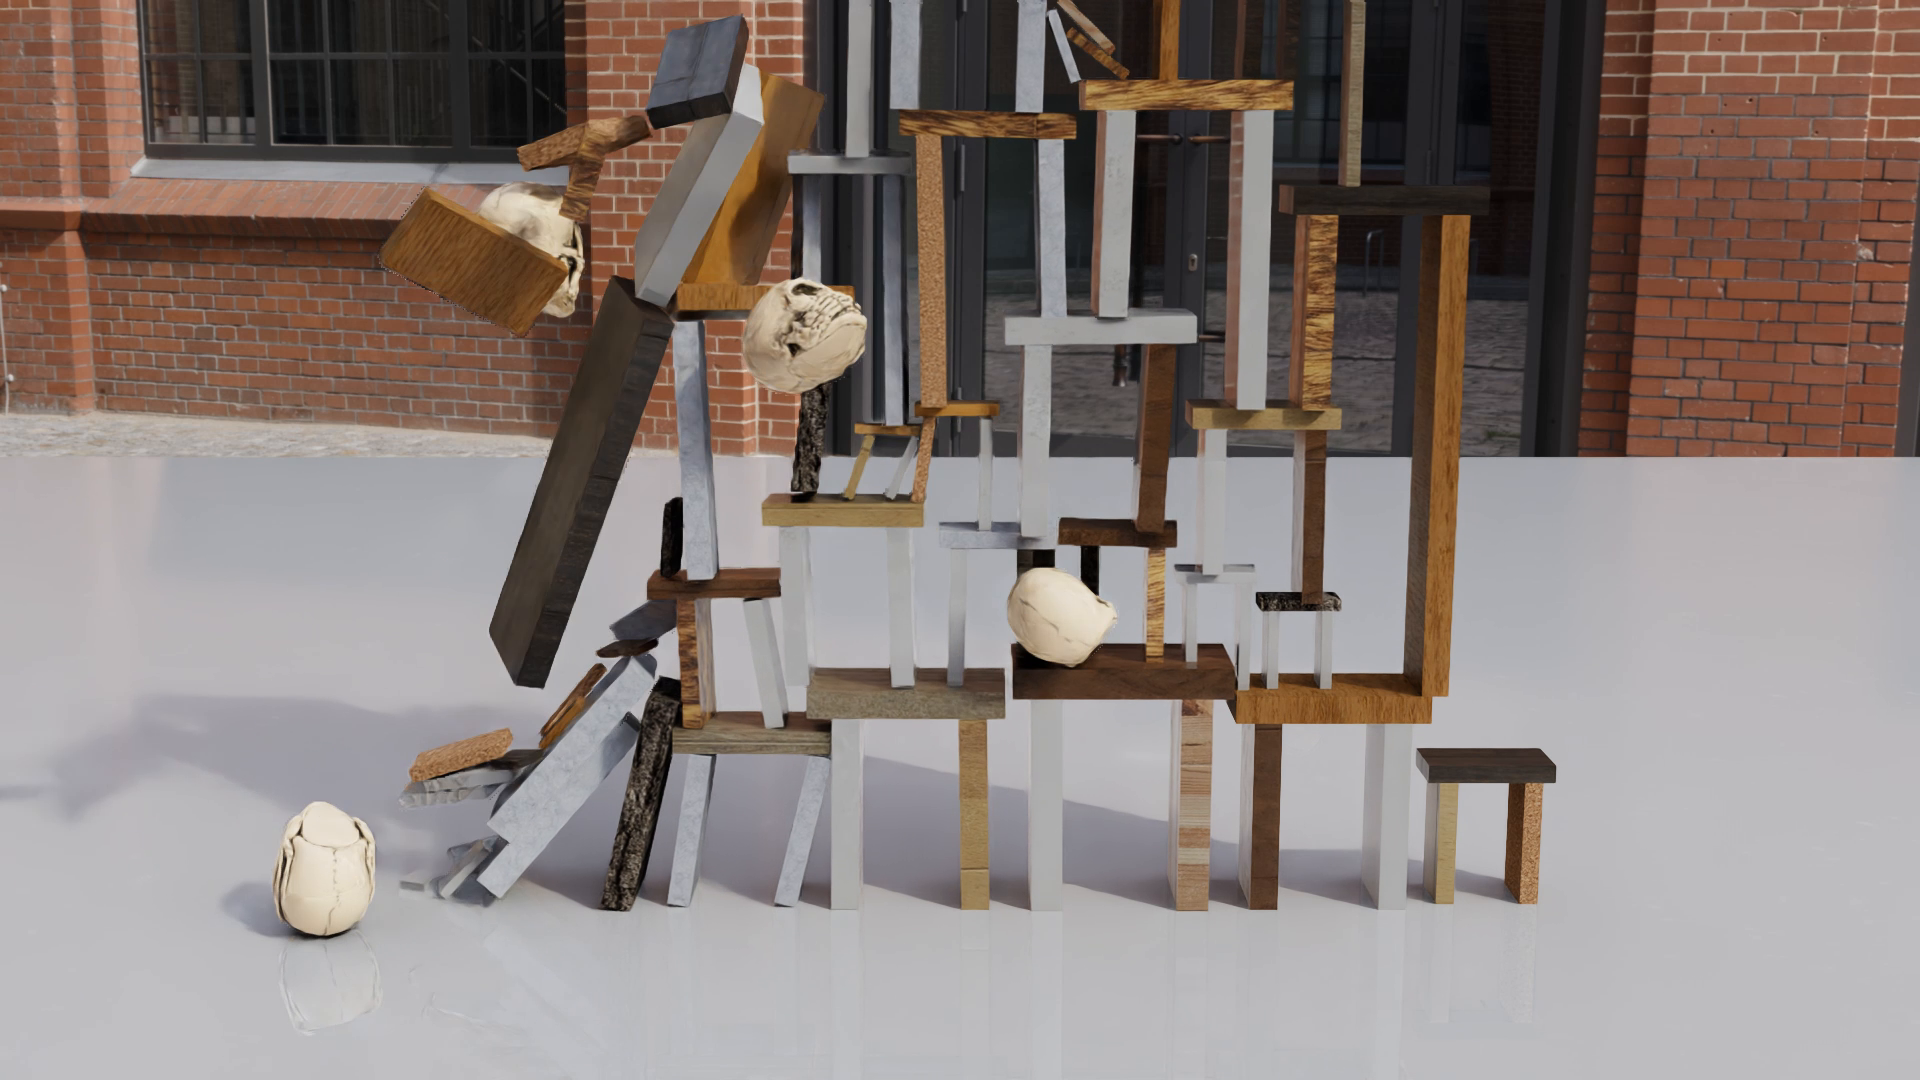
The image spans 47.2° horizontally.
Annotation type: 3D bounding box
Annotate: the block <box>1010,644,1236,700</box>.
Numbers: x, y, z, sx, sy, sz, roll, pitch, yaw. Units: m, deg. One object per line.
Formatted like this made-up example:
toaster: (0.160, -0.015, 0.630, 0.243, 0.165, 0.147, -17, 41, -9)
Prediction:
block: (0.262, 0.214, 3.605, 0.356, 0.050, 0.178, 0, 11, 0)

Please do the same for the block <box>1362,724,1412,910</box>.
block: (0.706, 0.435, 3.641, 0.044, 0.314, 0.157, 0, 11, 0)

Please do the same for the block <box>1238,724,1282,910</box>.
block: (0.496, 0.435, 3.641, 0.044, 0.314, 0.157, 0, 11, 0)

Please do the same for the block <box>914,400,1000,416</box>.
block: (-0.004, -0.211, 3.537, 0.136, 0.019, 0.068, 0, 8, 2)

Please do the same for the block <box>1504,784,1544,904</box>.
block: (0.935, 0.488, 3.650, 0.029, 0.207, 0.104, 0, 11, 0)

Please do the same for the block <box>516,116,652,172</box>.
block: (-0.576, -0.611, 3.382, 0.124, 0.035, 0.247, -18, 8, 15)

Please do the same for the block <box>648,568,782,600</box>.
block: (-0.395, 0.071, 3.579, 0.212, 0.030, 0.106, -1, 9, 0)

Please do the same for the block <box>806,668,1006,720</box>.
block: (-0.087, 0.251, 3.610, 0.320, 0.045, 0.160, 0, 10, 0)

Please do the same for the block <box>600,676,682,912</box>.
block: (-0.520, 0.417, 3.638, 0.050, 0.350, 0.175, 13, 10, -3)

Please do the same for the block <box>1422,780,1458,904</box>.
block: (0.797, 0.488, 3.650, 0.029, 0.207, 0.104, 0, 11, 0)

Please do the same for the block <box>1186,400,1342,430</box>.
block: (0.484, -0.202, 3.523, 0.234, 0.033, 0.117, 0, 11, 0)

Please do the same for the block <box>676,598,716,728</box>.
block: (-0.431, 0.192, 3.599, 0.030, 0.212, 0.106, -1, 10, 7)

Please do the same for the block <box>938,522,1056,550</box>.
block: (0.059, -0.008, 3.565, 0.186, 0.026, 0.093, 1, 11, -2)

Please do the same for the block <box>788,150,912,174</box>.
block: (-0.176, -0.600, 3.488, 0.193, 0.027, 0.096, 0, 16, -3)

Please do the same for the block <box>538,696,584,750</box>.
block: (-0.663, 0.305, 3.660, 0.014, 0.095, 0.048, 41, 6, -10)

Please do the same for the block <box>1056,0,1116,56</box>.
block: (0.195, -0.797, 3.407, 0.113, 0.016, 0.057, 44, 9, -8)

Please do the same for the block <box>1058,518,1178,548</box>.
block: (0.256, -0.012, 3.566, 0.191, 0.027, 0.095, 1, 11, 5)

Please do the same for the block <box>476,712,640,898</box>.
block: (-0.669, 0.431, 3.679, 0.050, 0.350, 0.175, 41, -3, -10)

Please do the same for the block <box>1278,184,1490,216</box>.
block: (0.664, -0.536, 3.458, 0.302, 0.043, 0.151, 0, 11, 0)

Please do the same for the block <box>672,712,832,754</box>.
block: (-0.336, 0.316, 3.617, 0.258, 0.037, 0.129, 0, 10, 0)

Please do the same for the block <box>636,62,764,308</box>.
block: (-0.409, -0.555, 3.422, 0.051, 0.357, 0.179, 20, 33, -22)

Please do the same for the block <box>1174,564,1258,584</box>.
block: (0.414, 0.054, 3.566, 0.130, 0.018, 0.065, 0, 11, 3)

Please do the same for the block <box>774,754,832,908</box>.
block: (-0.256, 0.463, 3.643, 0.037, 0.258, 0.129, 14, 10, -3)

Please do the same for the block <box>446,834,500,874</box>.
block: (-0.827, 0.543, 3.780, 0.104, 0.052, 0.015, -12, -19, -47)

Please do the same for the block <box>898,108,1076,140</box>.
block: (0.045, -0.654, 3.446, 0.273, 0.039, 0.136, 2, 12, 2)

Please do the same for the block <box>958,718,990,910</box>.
block: (0.023, 0.432, 3.642, 0.045, 0.320, 0.160, -1, 10, 0)

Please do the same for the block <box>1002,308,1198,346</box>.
block: (0.219, -0.341, 3.502, 0.299, 0.042, 0.149, -1, 11, -1)

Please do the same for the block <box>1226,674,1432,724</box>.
block: (0.601, 0.259, 3.608, 0.314, 0.044, 0.157, 0, 11, 0)

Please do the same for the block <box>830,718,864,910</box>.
block: (-0.186, 0.431, 3.643, 0.045, 0.320, 0.160, 1, 10, 0)

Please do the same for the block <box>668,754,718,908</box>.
block: (-0.441, 0.462, 3.644, 0.037, 0.258, 0.129, 9, 10, -2)

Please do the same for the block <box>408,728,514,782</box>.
block: (-0.828, 0.356, 3.651, 0.159, 0.023, 0.080, -17, 16, 6)

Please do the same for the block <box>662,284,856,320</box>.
block: (-0.325, -0.383, 3.546, 0.286, 0.041, 0.143, -1, 0, -17)

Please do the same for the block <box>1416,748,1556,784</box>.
block: (0.866, 0.372, 3.629, 0.207, 0.029, 0.104, 0, 11, 0)

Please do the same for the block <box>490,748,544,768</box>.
block: (-0.724, 0.357, 3.592, 0.048, 0.014, 0.095, -25, 12, -37)

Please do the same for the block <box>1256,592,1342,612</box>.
block: (0.551, 0.100, 3.583, 0.130, 0.018, 0.065, 0, 11, 0)

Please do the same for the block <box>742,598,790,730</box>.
block: (-0.317, 0.192, 3.600, 0.030, 0.212, 0.106, -9, 10, 2)

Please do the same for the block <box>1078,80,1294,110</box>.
block: (0.349, -0.693, 3.428, 0.316, 0.045, 0.158, 0, 11, -1)

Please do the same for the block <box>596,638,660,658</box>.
block: (-0.549, 0.178, 3.636, 0.095, 0.014, 0.048, -6, 13, 36)

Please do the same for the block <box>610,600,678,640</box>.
block: (-0.532, 0.141, 3.762, 0.120, 0.060, 0.017, -33, 18, -4)

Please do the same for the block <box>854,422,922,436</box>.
block: (-0.114, -0.180, 3.555, 0.107, 0.015, 0.054, 1, 7, 2)

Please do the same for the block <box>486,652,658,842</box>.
block: (-0.638, 0.332, 3.635, 0.050, 0.350, 0.175, 41, 4, -10)

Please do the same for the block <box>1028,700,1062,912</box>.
block: (0.141, 0.414, 3.642, 0.050, 0.356, 0.178, 0, 11, 0)

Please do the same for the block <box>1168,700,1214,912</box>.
block: (0.380, 0.414, 3.641, 0.050, 0.356, 0.178, 0, 11, 0)

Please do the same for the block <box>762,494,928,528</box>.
block: (-0.185, -0.049, 3.565, 0.258, 0.037, 0.129, 0, 8, 2)

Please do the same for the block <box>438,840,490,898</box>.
block: (-0.827, 0.548, 3.666, 0.104, 0.015, 0.052, -46, 18, -6)

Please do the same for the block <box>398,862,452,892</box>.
block: (-0.898, 0.571, 3.730, 0.052, 0.015, 0.104, 4, 11, 23)
